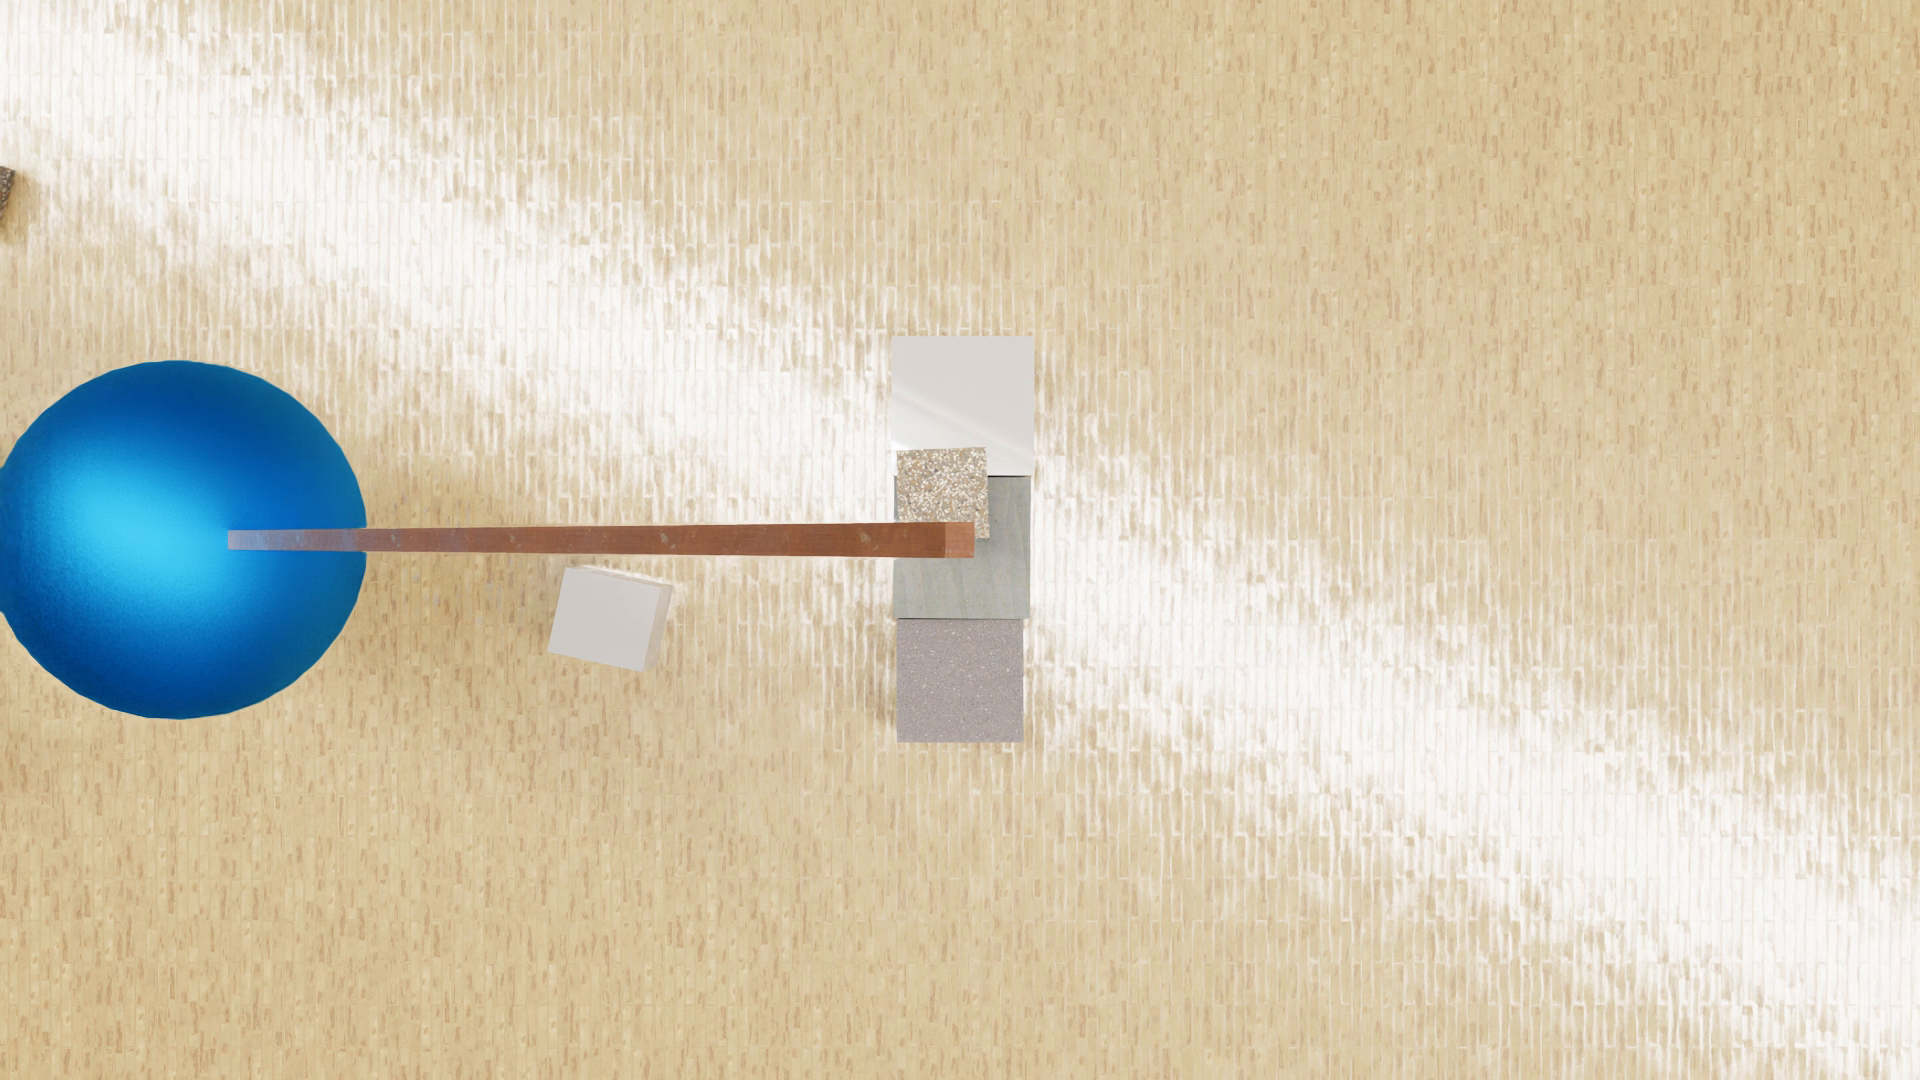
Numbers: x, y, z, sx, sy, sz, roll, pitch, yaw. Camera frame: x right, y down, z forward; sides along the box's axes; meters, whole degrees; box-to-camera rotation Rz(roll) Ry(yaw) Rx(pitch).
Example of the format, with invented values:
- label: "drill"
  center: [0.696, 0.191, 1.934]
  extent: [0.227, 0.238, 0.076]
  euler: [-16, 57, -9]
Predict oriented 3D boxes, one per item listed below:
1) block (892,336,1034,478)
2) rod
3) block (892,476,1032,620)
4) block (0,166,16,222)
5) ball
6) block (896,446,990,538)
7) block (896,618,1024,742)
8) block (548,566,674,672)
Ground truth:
- label: "block"
  center: [0.016, -0.750, 12.638]
  extent: [0.797, 0.724, 0.775]
  euler: [0, 90, 0]
- label: "rod"
  center: [-1.498, 0.000, 6.999]
  extent: [0.080, 5.200, 0.080]
  euler: [0, 90, -35]
- label: "block"
  center: [0.012, 0.044, 12.632]
  extent: [0.765, 0.736, 0.788]
  euler: [0, 90, 0]
- label: "block"
  center: [-5.839, -2.048, 12.757]
  extent: [0.414, 0.431, 0.396]
  euler: [16, 90, 8]
- label: "ball"
  center: [-3.458, 0.000, 9.778]
  extent: [1.600, 1.600, 1.600]
  euler: [0, 90, 0]
- label: "block"
  center: [-0.092, -0.246, 12.011]
  extent: [0.482, 0.507, 0.487]
  euler: [-2, 90, 0]
- label: "block"
  center: [0.000, 0.792, 12.679]
  extent: [0.712, 0.642, 0.692]
  euler: [0, 90, 0]
- label: "block"
  center: [-2.016, 0.451, 12.725]
  extent: [0.551, 0.551, 0.490]
  euler: [12, 90, 0]
